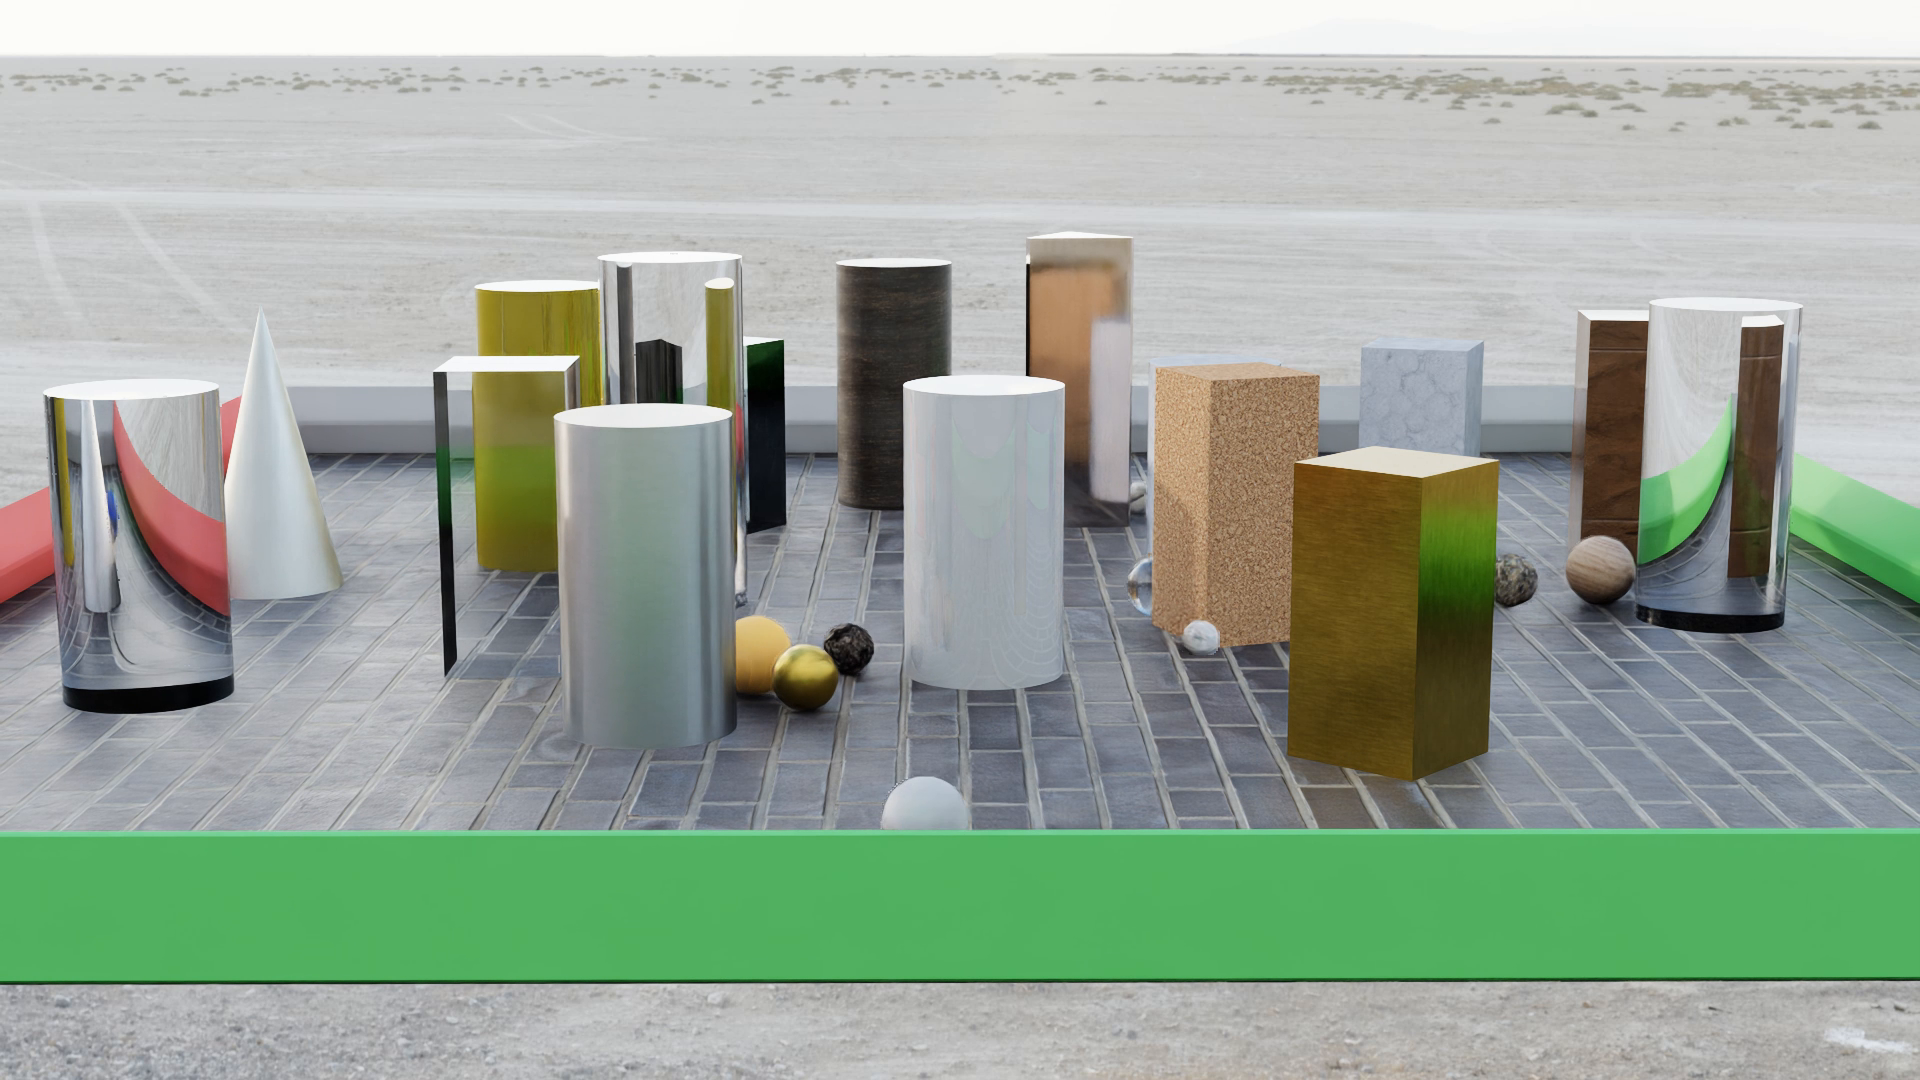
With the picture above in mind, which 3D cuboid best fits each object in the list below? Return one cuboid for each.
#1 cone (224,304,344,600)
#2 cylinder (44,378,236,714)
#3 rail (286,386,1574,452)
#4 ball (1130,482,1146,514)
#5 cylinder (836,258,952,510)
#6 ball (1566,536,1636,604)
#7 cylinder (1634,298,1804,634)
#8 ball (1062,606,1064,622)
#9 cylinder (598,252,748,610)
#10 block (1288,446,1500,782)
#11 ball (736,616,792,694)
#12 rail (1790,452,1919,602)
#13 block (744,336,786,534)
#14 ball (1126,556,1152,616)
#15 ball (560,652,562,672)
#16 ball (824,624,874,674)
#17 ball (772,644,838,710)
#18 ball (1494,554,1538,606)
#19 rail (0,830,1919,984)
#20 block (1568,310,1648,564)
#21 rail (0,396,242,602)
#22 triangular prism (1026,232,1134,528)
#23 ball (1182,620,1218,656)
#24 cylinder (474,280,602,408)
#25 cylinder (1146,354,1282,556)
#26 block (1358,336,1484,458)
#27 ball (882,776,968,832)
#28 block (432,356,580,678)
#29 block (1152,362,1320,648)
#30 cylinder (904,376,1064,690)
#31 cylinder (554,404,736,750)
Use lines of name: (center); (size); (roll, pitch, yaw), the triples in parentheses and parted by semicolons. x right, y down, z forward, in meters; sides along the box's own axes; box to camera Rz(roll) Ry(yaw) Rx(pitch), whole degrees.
cone: (-0.968, -0.132, 3.588); (0.192, 0.399, 0.192); (0, 11, 0)
cylinder: (-0.948, 0.003, 2.969); (0.192, 0.359, 0.192); (0, 11, 0)
rail: (-0.008, -0.224, 4.829); (2.625, 0.125, 0.045); (0, 11, 0)
ball: (0.289, -0.069, 4.200); (0.052, 0.052, 0.052); (0, 11, 0)
cylinder: (-0.109, -0.263, 4.287); (0.192, 0.400, 0.192); (0, 11, 0)
ball: (0.872, 0.042, 3.492); (0.093, 0.093, 0.093); (0, 11, 0)
cylinder: (0.995, -0.102, 3.374); (0.192, 0.417, 0.192); (0, 11, 0)
ball: (0.107, 0.095, 3.305); (0.056, 0.056, 0.056); (0, 11, 0)
cylinder: (-0.387, -0.146, 3.469); (0.192, 0.471, 0.192); (0, 11, 0)
block: (0.457, 0.073, 2.712); (0.154, 0.316, 0.154); (9, 14, 40)
ball: (-0.241, 0.135, 2.993); (0.092, 0.092, 0.092); (0, 11, 0)
rail: (1.289, 0.031, 3.456); (0.045, 0.125, 2.854); (0, 11, 0)
block: (-0.383, -0.166, 4.052); (0.154, 0.297, 0.154); (6, 12, 30)
ball: (0.264, 0.061, 3.413); (0.084, 0.084, 0.084); (0, 11, 0)
ball: (-0.416, 0.141, 2.963); (0.091, 0.091, 0.091); (0, 11, 0)
ball: (-0.135, 0.131, 3.099); (0.061, 0.061, 0.061); (0, 11, 0)
ball: (-0.177, 0.156, 2.920); (0.076, 0.076, 0.076); (0, 11, 0)
ball: (0.748, 0.054, 3.483); (0.072, 0.072, 0.072); (0, 11, 0)
rail: (0.008, 0.289, 2.069); (2.625, 0.125, 0.045); (0, 11, 0)
block: (0.997, -0.153, 3.808); (0.154, 0.360, 0.154); (1, 11, 7)
rail: (-1.289, 0.033, 3.442); (0.045, 0.125, 2.854); (0, 11, 0)
triangular prism: (0.182, -0.259, 4.107); (0.167, 0.458, 0.144); (-1, 11, -5)
ball: (0.299, 0.121, 3.194); (0.045, 0.045, 0.045); (0, 11, 0)
cylinder: (-0.621, -0.179, 3.837); (0.192, 0.401, 0.192); (0, 11, 0)
cylinder: (0.370, -0.112, 3.755); (0.192, 0.299, 0.192); (0, 11, 0)
block: (0.685, -0.134, 3.819); (0.154, 0.318, 0.154); (4, 11, 20)
ball: (-0.032, 0.258, 2.364); (0.080, 0.080, 0.080); (0, 11, 0)
block: (-0.544, -0.031, 3.123); (0.154, 0.370, 0.154); (0, 11, -2)
block: (0.352, -0.048, 3.299); (0.154, 0.340, 0.154); (-4, 11, -22)
cylinder: (0.029, -0.013, 3.081); (0.192, 0.350, 0.192); (0, 11, 0)
cylinder: (-0.344, 0.036, 2.820); (0.192, 0.349, 0.192); (0, 11, 0)
